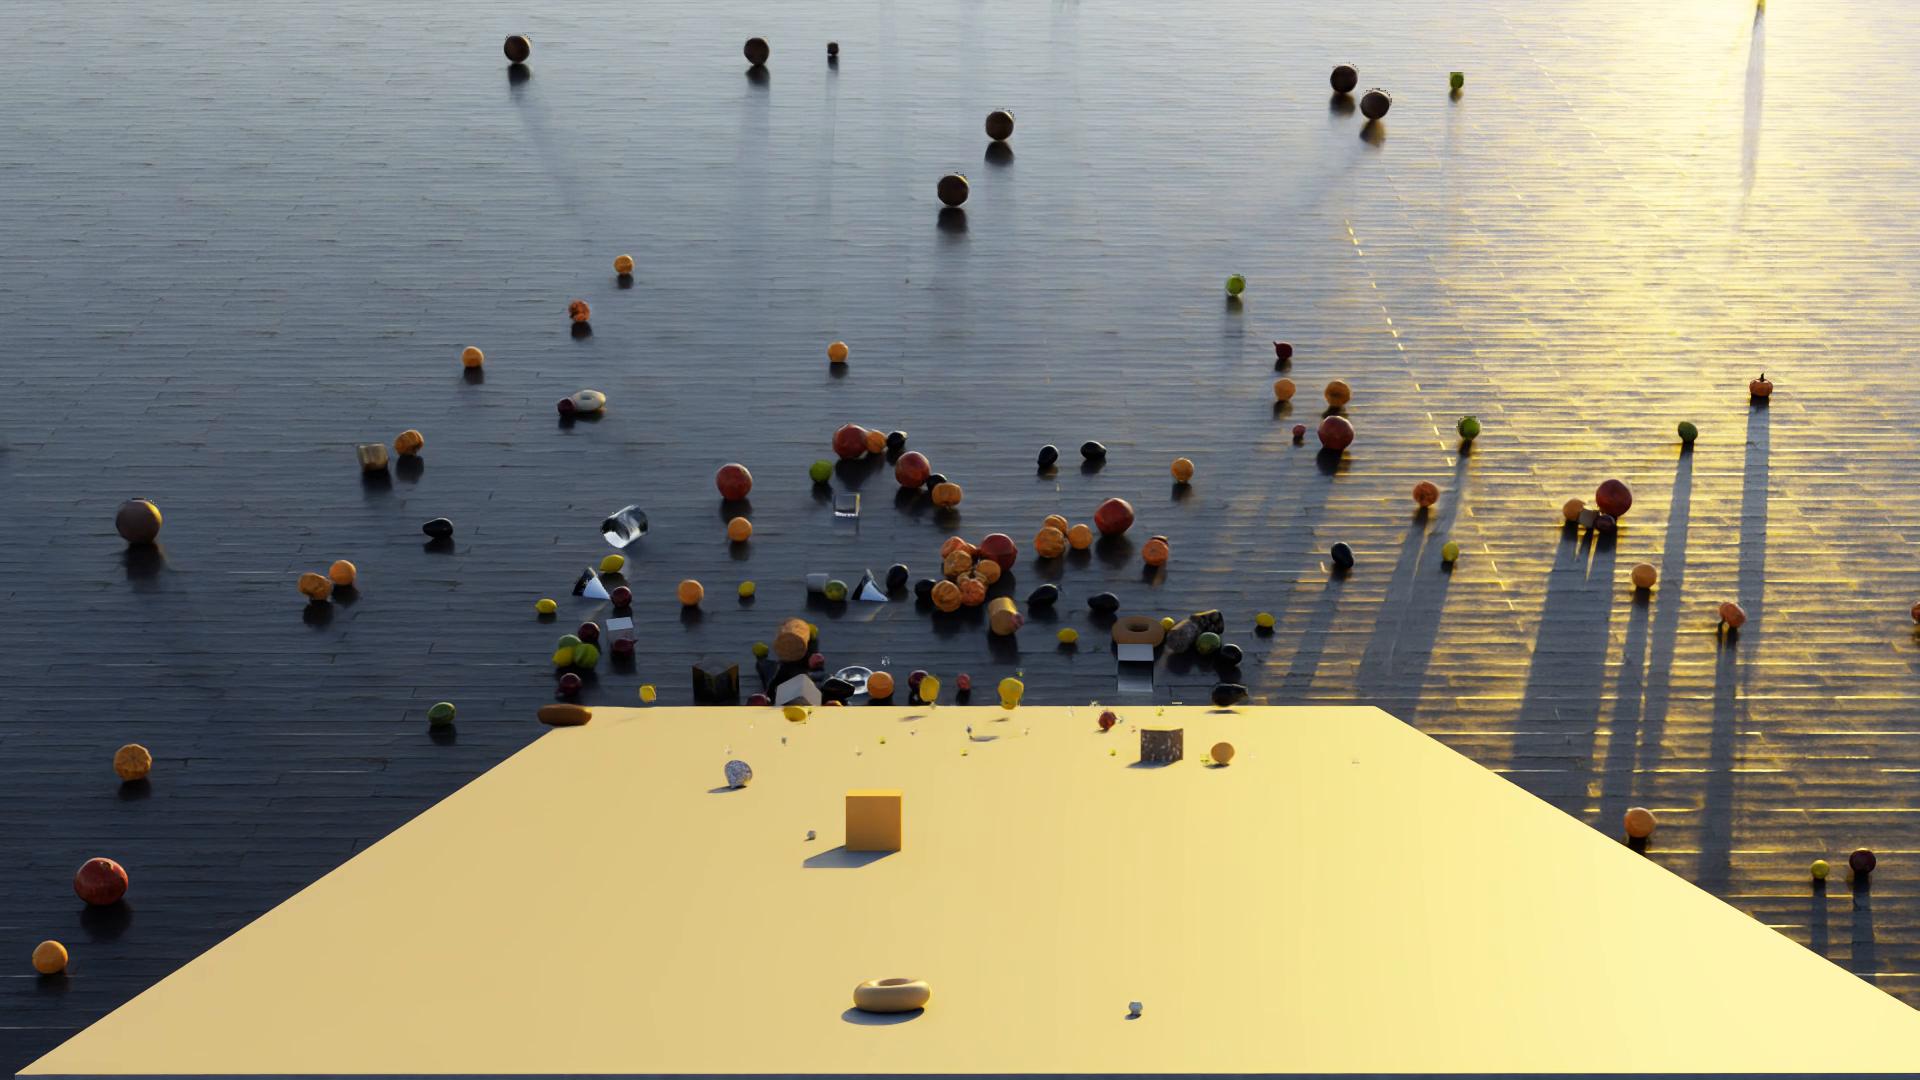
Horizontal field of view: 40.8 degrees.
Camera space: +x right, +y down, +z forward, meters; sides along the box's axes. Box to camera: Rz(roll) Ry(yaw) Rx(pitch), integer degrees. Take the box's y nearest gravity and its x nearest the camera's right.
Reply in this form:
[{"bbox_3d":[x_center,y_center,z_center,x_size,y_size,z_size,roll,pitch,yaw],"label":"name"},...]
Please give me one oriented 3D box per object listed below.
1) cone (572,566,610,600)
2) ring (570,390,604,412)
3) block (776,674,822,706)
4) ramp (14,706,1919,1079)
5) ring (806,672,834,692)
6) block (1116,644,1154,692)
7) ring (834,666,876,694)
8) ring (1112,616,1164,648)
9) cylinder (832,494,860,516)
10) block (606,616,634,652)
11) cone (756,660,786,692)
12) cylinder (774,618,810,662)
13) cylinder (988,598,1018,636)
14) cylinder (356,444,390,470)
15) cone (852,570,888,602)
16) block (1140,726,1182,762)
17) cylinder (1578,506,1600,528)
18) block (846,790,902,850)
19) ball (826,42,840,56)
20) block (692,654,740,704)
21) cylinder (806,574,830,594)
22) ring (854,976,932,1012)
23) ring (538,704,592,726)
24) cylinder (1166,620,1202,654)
[{"bbox_3d":[-1.031,0.142,7.311,0.096,0.096,0.096,32,31,4],"label":"cone"},{"bbox_3d":[-1.240,-0.463,8.576,0.117,0.039,0.117,-1,27,0],"label":"ring"},{"bbox_3d":[-0.414,0.411,6.617,0.083,0.083,0.083,-26,34,21],"label":"block"},{"bbox_3d":[0.058,0.527,4.564,2.000,0.100,4.000,0,2,0],"label":"ramp"},{"bbox_3d":[-0.378,0.377,6.834,0.094,0.031,0.094,-3,24,2],"label":"ring"},{"bbox_3d":[0.465,0.339,6.844,0.093,0.093,0.093,1,26,2],"label":"block"},{"bbox_3d":[-0.279,0.372,6.839,0.113,0.038,0.113,0,27,0],"label":"ring"},{"bbox_3d":[0.488,0.254,7.071,0.149,0.050,0.149,-1,26,1],"label":"ring"},{"bbox_3d":[-0.344,-0.106,7.798,0.070,0.070,0.070,0,25,8],"label":"cylinder"},{"bbox_3d":[-0.928,0.258,7.044,0.066,0.066,0.066,-7,26,-14],"label":"block"},{"bbox_3d":[-0.508,0.374,6.836,0.081,0.081,0.081,4,53,8],"label":"cone"},{"bbox_3d":[-0.455,0.270,6.993,0.089,0.089,0.089,1,26,3],"label":"cylinder"},{"bbox_3d":[0.118,0.210,7.128,0.079,0.079,0.079,-3,26,-5],"label":"cylinder"},{"bbox_3d":[-1.845,-0.259,8.108,0.079,0.079,0.079,0,22,-33],"label":"cylinder"},{"bbox_3d":[-0.242,0.150,7.296,0.095,0.095,0.095,31,30,1],"label":"cone"},{"bbox_3d":[0.418,0.423,5.349,0.065,0.065,0.065,1,2,33],"label":"block"},{"bbox_3d":[1.883,-0.069,7.726,0.052,0.052,0.052,15,17,-5],"label":"cylinder"},{"bbox_3d":[-0.137,0.446,4.111,0.087,0.087,0.087,0,2,0],"label":"block"},{"bbox_3d":[-0.619,-2.400,12.592,0.064,0.064,0.064,0,26,0],"label":"ball"},{"bbox_3d":[-0.643,0.368,6.792,0.085,0.085,0.085,21,33,37],"label":"block"},{"bbox_3d":[-0.404,0.124,7.335,0.055,0.055,0.055,3,26,7],"label":"cylinder"},{"bbox_3d":[-0.076,0.507,2.877,0.088,0.029,0.088,-4,0,0],"label":"ring"},{"bbox_3d":[-0.937,0.415,6.123,0.128,0.043,0.128,1,0,0],"label":"ring"},{"bbox_3d":[0.610,0.262,7.030,0.070,0.070,0.070,17,36,32],"label":"cylinder"}]
